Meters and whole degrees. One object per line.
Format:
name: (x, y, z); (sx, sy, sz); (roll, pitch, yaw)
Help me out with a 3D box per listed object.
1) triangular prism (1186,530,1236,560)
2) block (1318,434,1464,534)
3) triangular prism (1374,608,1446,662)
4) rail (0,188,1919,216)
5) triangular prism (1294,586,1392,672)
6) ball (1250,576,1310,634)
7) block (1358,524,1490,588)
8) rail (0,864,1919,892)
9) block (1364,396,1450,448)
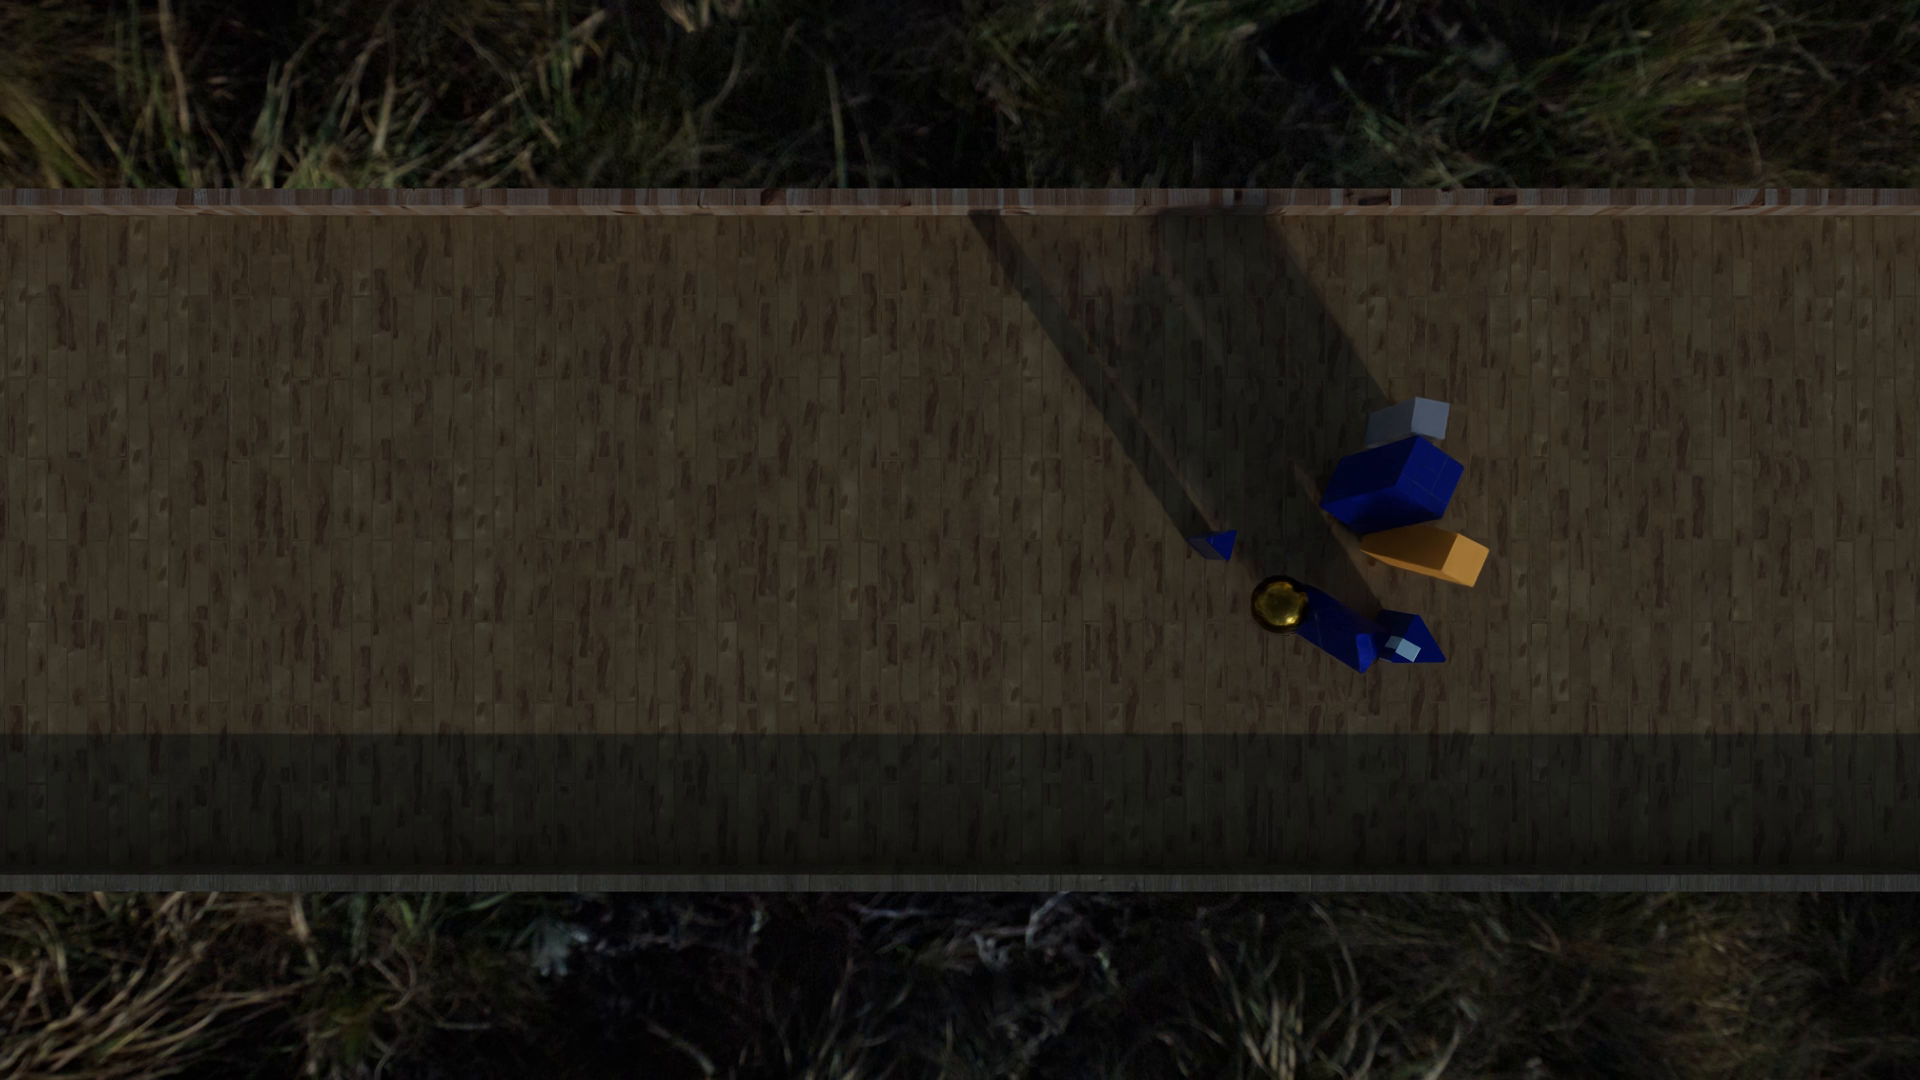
triangular prism: (0.750, 0.001, 4.852); (0.087, 0.448, 0.075); (44, 90, 0)
block: (1.261, -0.156, 4.844); (0.172, 0.406, 0.172); (32, 74, -13)
triangular prism: (1.301, 0.278, 4.880); (0.154, 0.392, 0.133); (-1, 90, 0)
rail: (-2.247, -1.025, 5.002); (12.000, 0.150, 0.050); (0, 90, 0)
triangular prism: (1.118, 0.237, 4.919); (0.126, 0.348, 0.146); (-29, 125, -19)
ball: (0.942, 0.190, 4.862); (0.172, 0.172, 0.172); (0, 90, 0)
block: (1.356, 0.028, 4.847); (0.116, 0.445, 0.116); (24, 90, -19)
rail: (-2.247, 1.025, 5.001); (12.000, 0.150, 0.050); (0, 90, 0)
block: (1.316, -0.338, 4.874); (0.102, 0.393, 0.102); (11, 86, -5)
